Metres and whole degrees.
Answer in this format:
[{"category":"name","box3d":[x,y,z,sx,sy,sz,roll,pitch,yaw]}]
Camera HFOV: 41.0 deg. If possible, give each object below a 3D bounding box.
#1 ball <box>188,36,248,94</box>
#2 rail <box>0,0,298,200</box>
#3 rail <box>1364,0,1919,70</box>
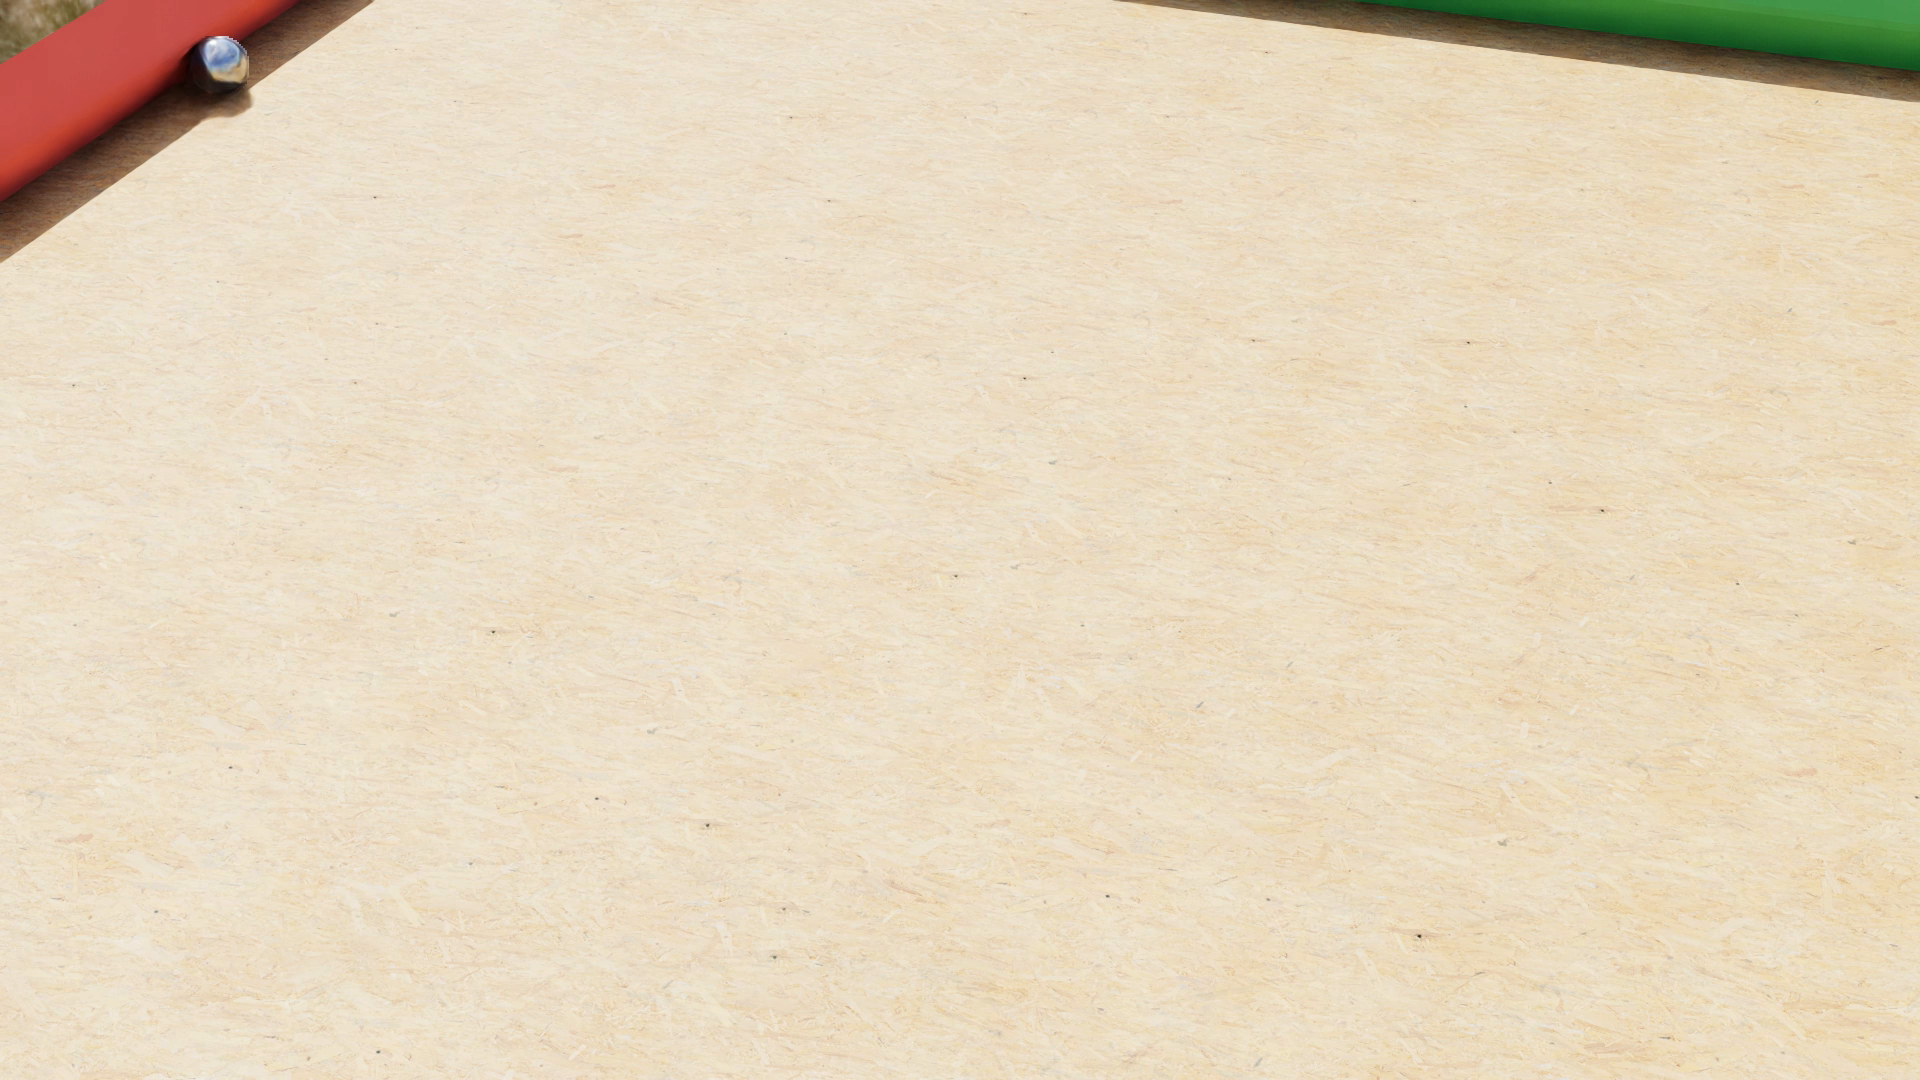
[{"category":"ball","box3d":[-0.799,-0.510,2.762,0.062,0.062,0.062,0,33,0]},{"category":"rail","box3d":[-1.036,-0.224,2.267,0.045,0.127,2.558,11,35,16]},{"category":"rail","box3d":[1.468,-0.480,2.655,4.480,0.127,0.045,11,35,16]}]
